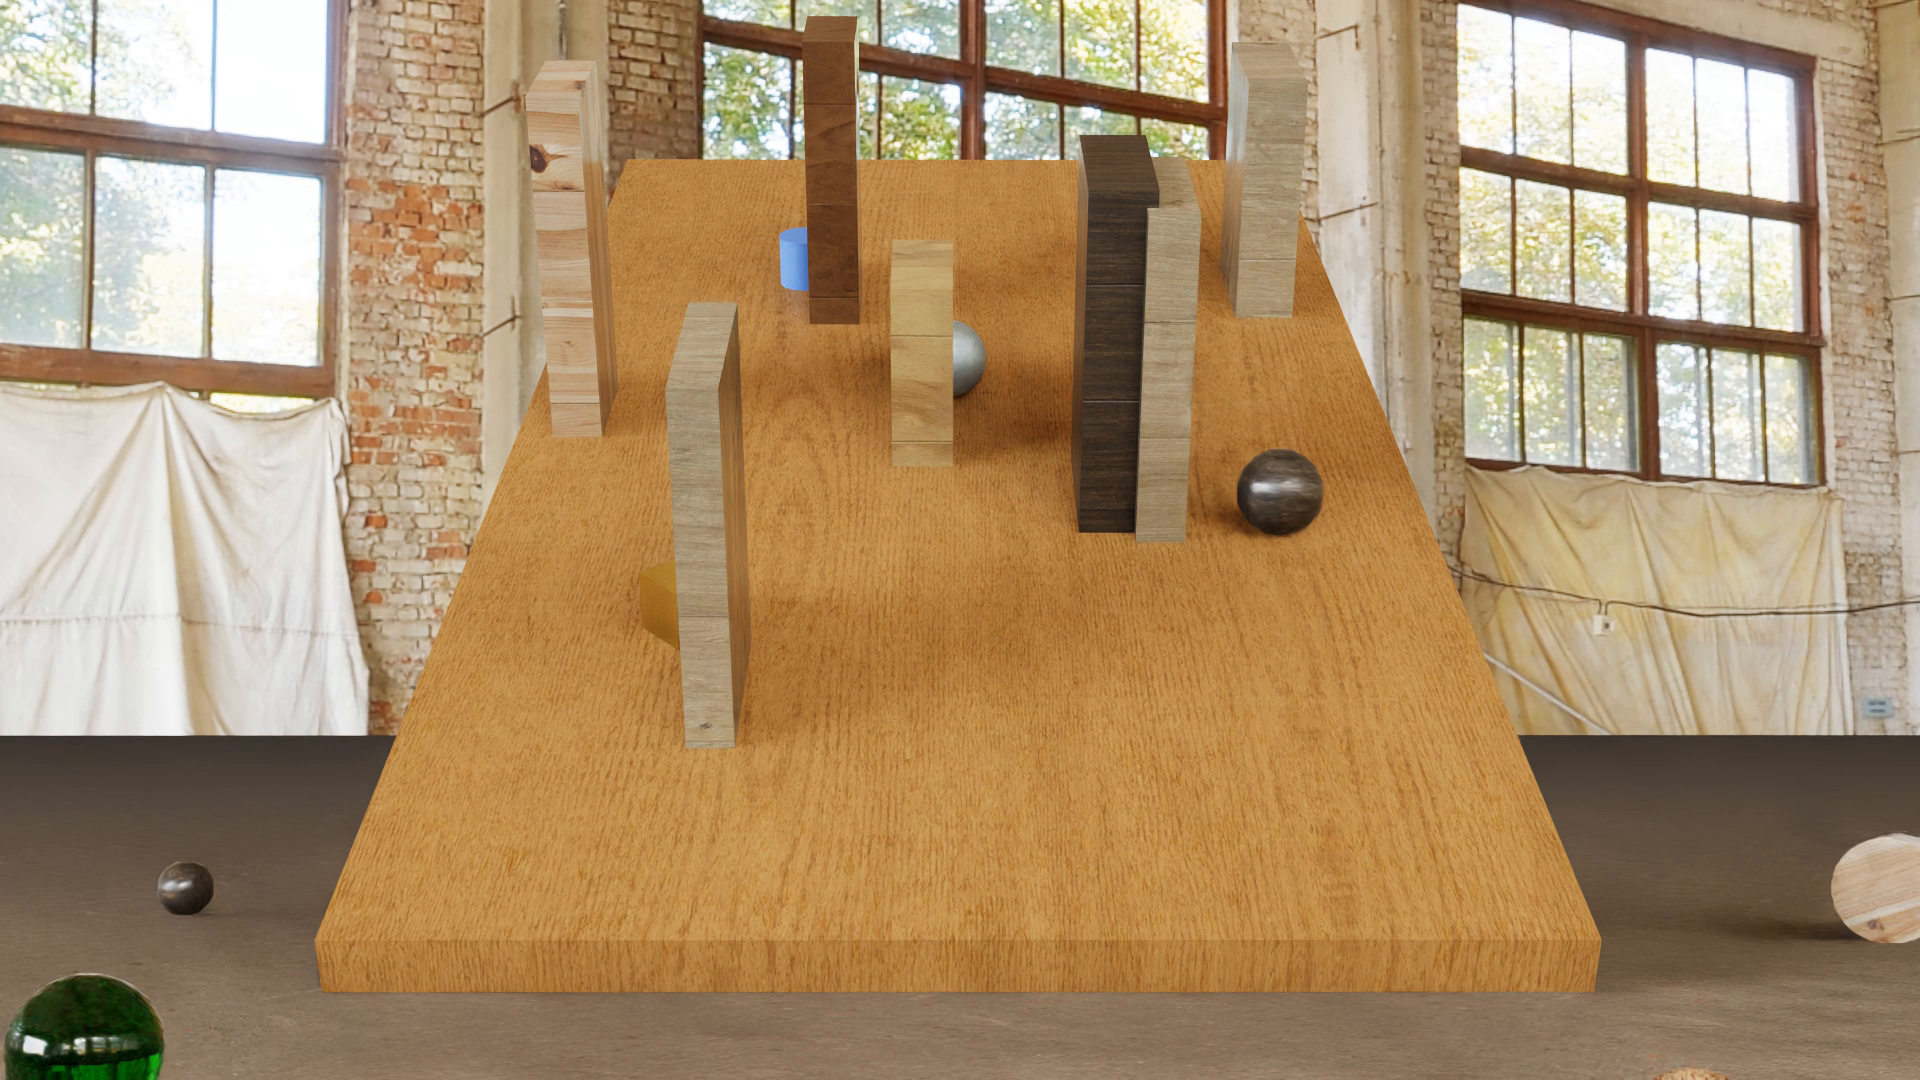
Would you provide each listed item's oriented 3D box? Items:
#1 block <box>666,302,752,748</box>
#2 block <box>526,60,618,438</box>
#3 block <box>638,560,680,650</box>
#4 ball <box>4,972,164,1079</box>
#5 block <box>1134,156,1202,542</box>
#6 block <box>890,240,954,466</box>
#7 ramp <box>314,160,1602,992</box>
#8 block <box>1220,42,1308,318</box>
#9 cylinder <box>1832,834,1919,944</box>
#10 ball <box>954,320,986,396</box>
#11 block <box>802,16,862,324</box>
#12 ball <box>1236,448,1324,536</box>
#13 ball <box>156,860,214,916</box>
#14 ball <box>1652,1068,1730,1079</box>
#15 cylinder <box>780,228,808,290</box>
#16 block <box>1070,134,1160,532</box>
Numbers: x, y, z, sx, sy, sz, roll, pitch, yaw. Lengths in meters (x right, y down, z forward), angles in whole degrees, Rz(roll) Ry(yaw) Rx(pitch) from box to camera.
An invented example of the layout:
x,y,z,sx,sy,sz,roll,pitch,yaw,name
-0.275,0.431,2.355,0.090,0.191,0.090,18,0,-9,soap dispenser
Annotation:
x,y,z,sx,sy,sz,roll,pitch,yaw,name
-0.441,-0.028,4.201,0.087,0.689,0.395,0,27,0,block
-0.870,-0.654,5.335,0.112,0.793,0.294,0,27,0,block
-0.529,0.118,4.544,0.121,0.121,0.121,-21,34,-36,block
-0.913,0.532,2.467,0.158,0.158,0.158,0,-5,0,ball
0.416,-0.398,4.922,0.103,0.710,0.380,0,27,0,block
-0.083,-0.421,5.293,0.135,0.417,0.318,0,27,0,block
-0.010,-0.228,5.485,2.000,0.100,4.000,0,27,0,ramp
0.779,-0.931,6.100,0.145,0.613,0.392,0,27,0,block
1.832,0.683,4.640,0.203,0.203,0.203,-2,-5,28,cylinder
-0.029,-0.427,5.569,0.182,0.182,0.182,0,-5,0,ball
-0.319,-0.929,5.962,0.126,0.727,0.248,0,27,0,block
0.666,-0.100,4.920,0.181,0.181,0.181,0,-5,0,ball
-1.716,0.771,5.239,0.122,0.122,0.122,0,-5,0,ball
0.636,0.518,2.048,0.119,0.119,0.119,0,-5,0,ball
-0.411,-0.744,6.259,0.130,0.130,0.130,0,27,0,cylinder
0.319,-0.431,4.948,0.139,0.746,0.369,0,27,0,block
